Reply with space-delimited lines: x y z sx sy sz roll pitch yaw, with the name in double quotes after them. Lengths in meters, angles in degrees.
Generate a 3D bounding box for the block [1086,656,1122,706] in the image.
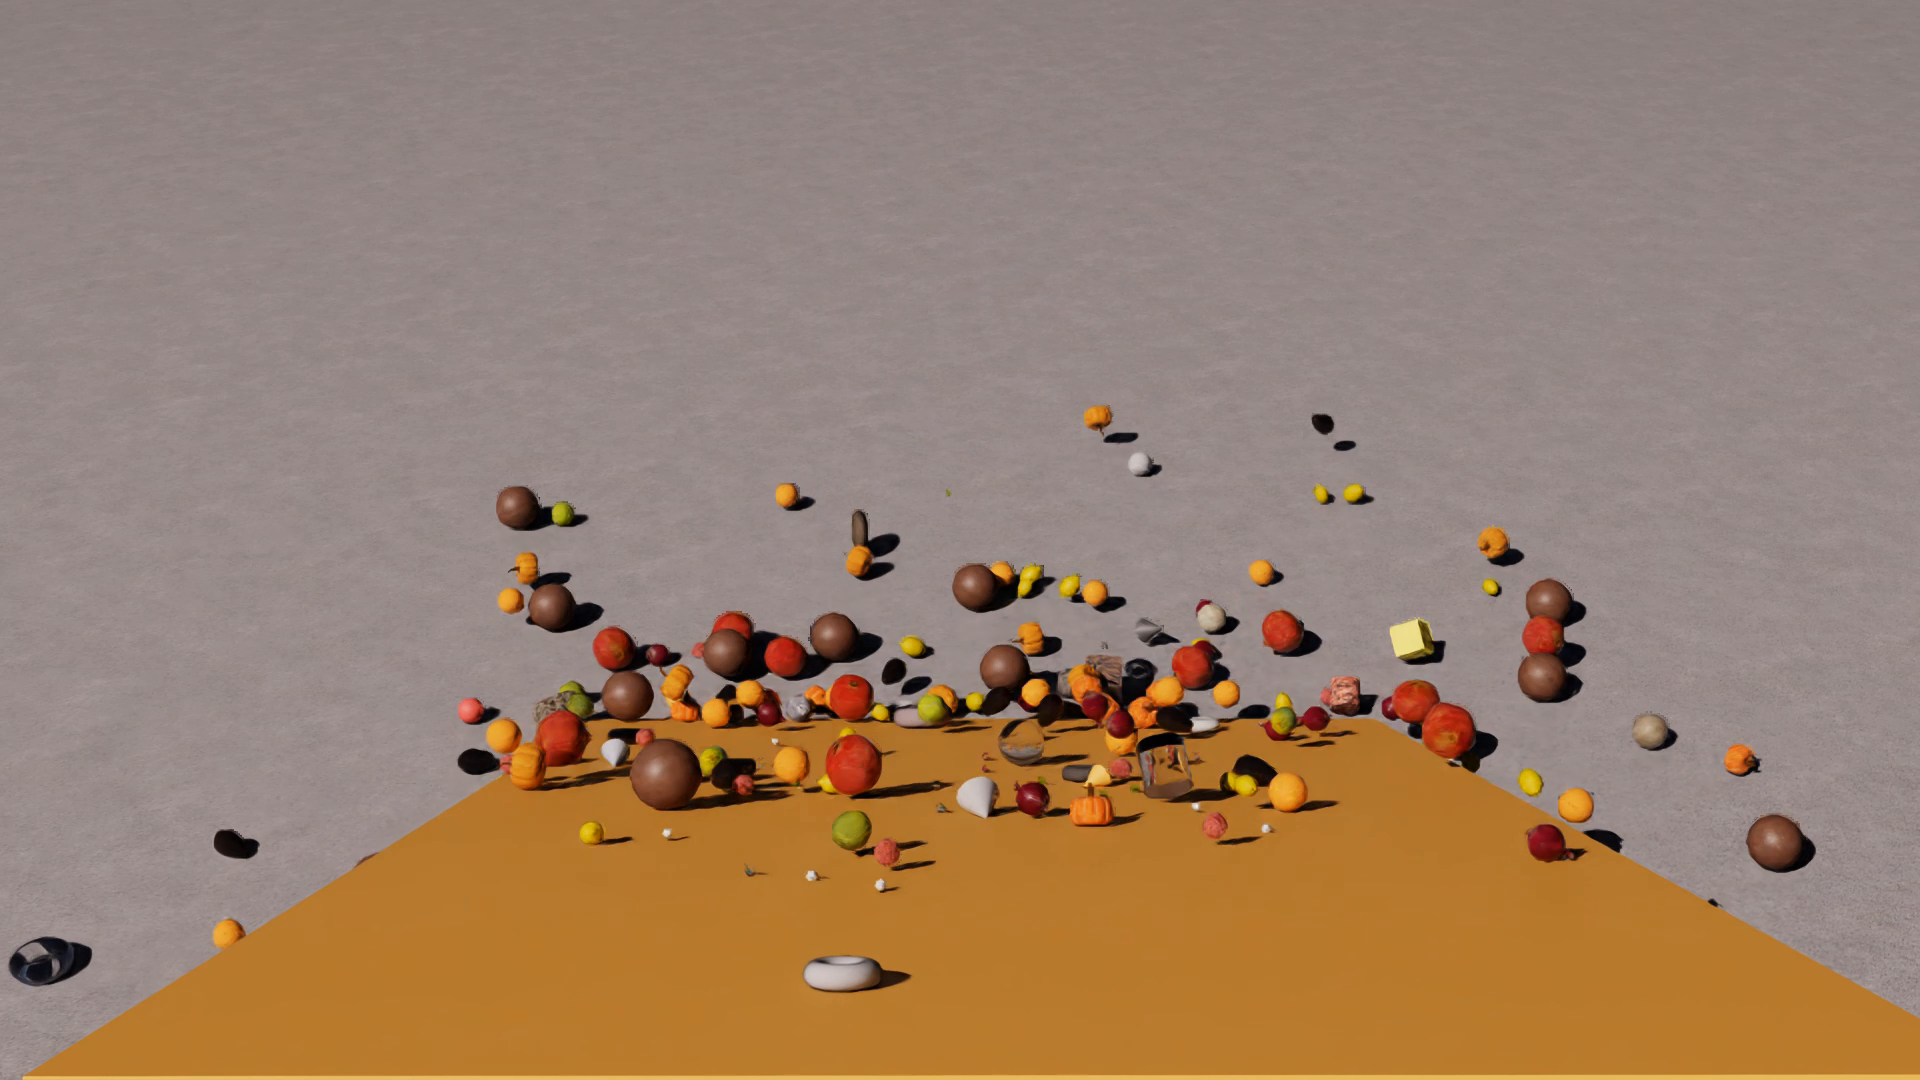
0.380 0.370 6.811 0.094 0.094 0.094 1 54 4 "block"

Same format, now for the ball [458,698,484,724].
-1.276 0.445 6.732 0.067 0.067 0.067 0 27 0 "ball"

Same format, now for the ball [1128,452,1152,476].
0.564 -0.238 8.079 0.075 0.075 0.075 0 27 0 "ball"

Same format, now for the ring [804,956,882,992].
-0.138 0.511 3.046 0.094 0.031 0.094 -1 0 0 "ring"

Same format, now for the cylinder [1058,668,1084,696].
0.294 0.378 6.847 0.070 0.070 0.070 -3 27 3 "cylinder"

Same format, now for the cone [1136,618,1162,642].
0.528 0.244 7.061 0.067 0.067 0.067 -9 16 41 "cone"

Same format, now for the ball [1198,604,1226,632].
0.699 0.216 7.159 0.081 0.081 0.081 0 27 0 "ball"

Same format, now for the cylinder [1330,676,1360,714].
1.007 0.407 6.753 0.077 0.077 0.077 1 63 2 "cylinder"

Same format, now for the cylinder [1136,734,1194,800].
0.379 0.420 4.791 0.092 0.092 0.092 -5 60 -9 "cylinder"

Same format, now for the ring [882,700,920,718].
-0.153 0.442 6.753 0.103 0.034 0.103 0 11 0 "ring"

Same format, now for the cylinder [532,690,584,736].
-1.028 0.443 6.613 0.094 0.094 0.094 24 31 38 "cylinder"

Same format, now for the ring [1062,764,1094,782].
0.247 0.470 5.204 0.087 0.029 0.087 -1 1 0 "ring"

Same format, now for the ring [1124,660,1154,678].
0.484 0.348 6.970 0.080 0.027 0.080 1 26 -1 "ring"

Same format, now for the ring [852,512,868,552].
-0.294 -0.025 7.558 0.040 0.121 0.121 -4 27 -7 "ring"

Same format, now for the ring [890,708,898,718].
-0.141 0.444 6.619 0.079 0.026 0.079 0 1 0 "ring"

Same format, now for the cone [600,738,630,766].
-0.733 0.465 5.482 0.062 0.062 0.062 -2 28 -4 "cone"

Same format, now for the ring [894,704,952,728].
-0.092 0.436 6.390 0.150 0.050 0.150 -4 0 0 "ring"

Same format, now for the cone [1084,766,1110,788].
0.261 0.475 5.082 0.050 0.050 0.050 -19 32 -39 "cone"

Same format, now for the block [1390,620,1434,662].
1.224 0.272 6.988 0.083 0.083 0.083 -20 -20 26 "block"

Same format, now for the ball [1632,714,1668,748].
1.769 0.490 6.618 0.090 0.090 0.090 0 27 0 "ball"

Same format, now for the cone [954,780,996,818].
0.040 0.478 4.621 0.078 0.078 0.078 -9 14 -18 "cone"

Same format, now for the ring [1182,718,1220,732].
0.586 0.448 6.259 0.093 0.031 0.093 -1 1 0 "ring"

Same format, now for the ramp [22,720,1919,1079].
0.061 0.546 4.583 2.000 0.100 4.000 0 1 0 "ramp"

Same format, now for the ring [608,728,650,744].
-0.765 0.454 5.965 0.098 0.033 0.098 1 1 0 "ring"

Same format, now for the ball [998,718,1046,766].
0.131 0.429 5.472 0.099 0.099 0.099 0 27 0 "ball"

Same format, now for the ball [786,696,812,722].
-0.406 0.425 6.514 0.067 0.067 0.067 0 27 0 "ball"

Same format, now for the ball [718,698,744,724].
-0.570 0.427 6.428 0.066 0.066 0.066 0 27 0 "ball"

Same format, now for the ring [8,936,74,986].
-2.053 0.940 5.769 0.143 0.048 0.143 -3 29 2 "ring"

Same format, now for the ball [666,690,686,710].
-0.748 0.420 6.798 0.051 0.051 0.051 0 27 0 "ball"
